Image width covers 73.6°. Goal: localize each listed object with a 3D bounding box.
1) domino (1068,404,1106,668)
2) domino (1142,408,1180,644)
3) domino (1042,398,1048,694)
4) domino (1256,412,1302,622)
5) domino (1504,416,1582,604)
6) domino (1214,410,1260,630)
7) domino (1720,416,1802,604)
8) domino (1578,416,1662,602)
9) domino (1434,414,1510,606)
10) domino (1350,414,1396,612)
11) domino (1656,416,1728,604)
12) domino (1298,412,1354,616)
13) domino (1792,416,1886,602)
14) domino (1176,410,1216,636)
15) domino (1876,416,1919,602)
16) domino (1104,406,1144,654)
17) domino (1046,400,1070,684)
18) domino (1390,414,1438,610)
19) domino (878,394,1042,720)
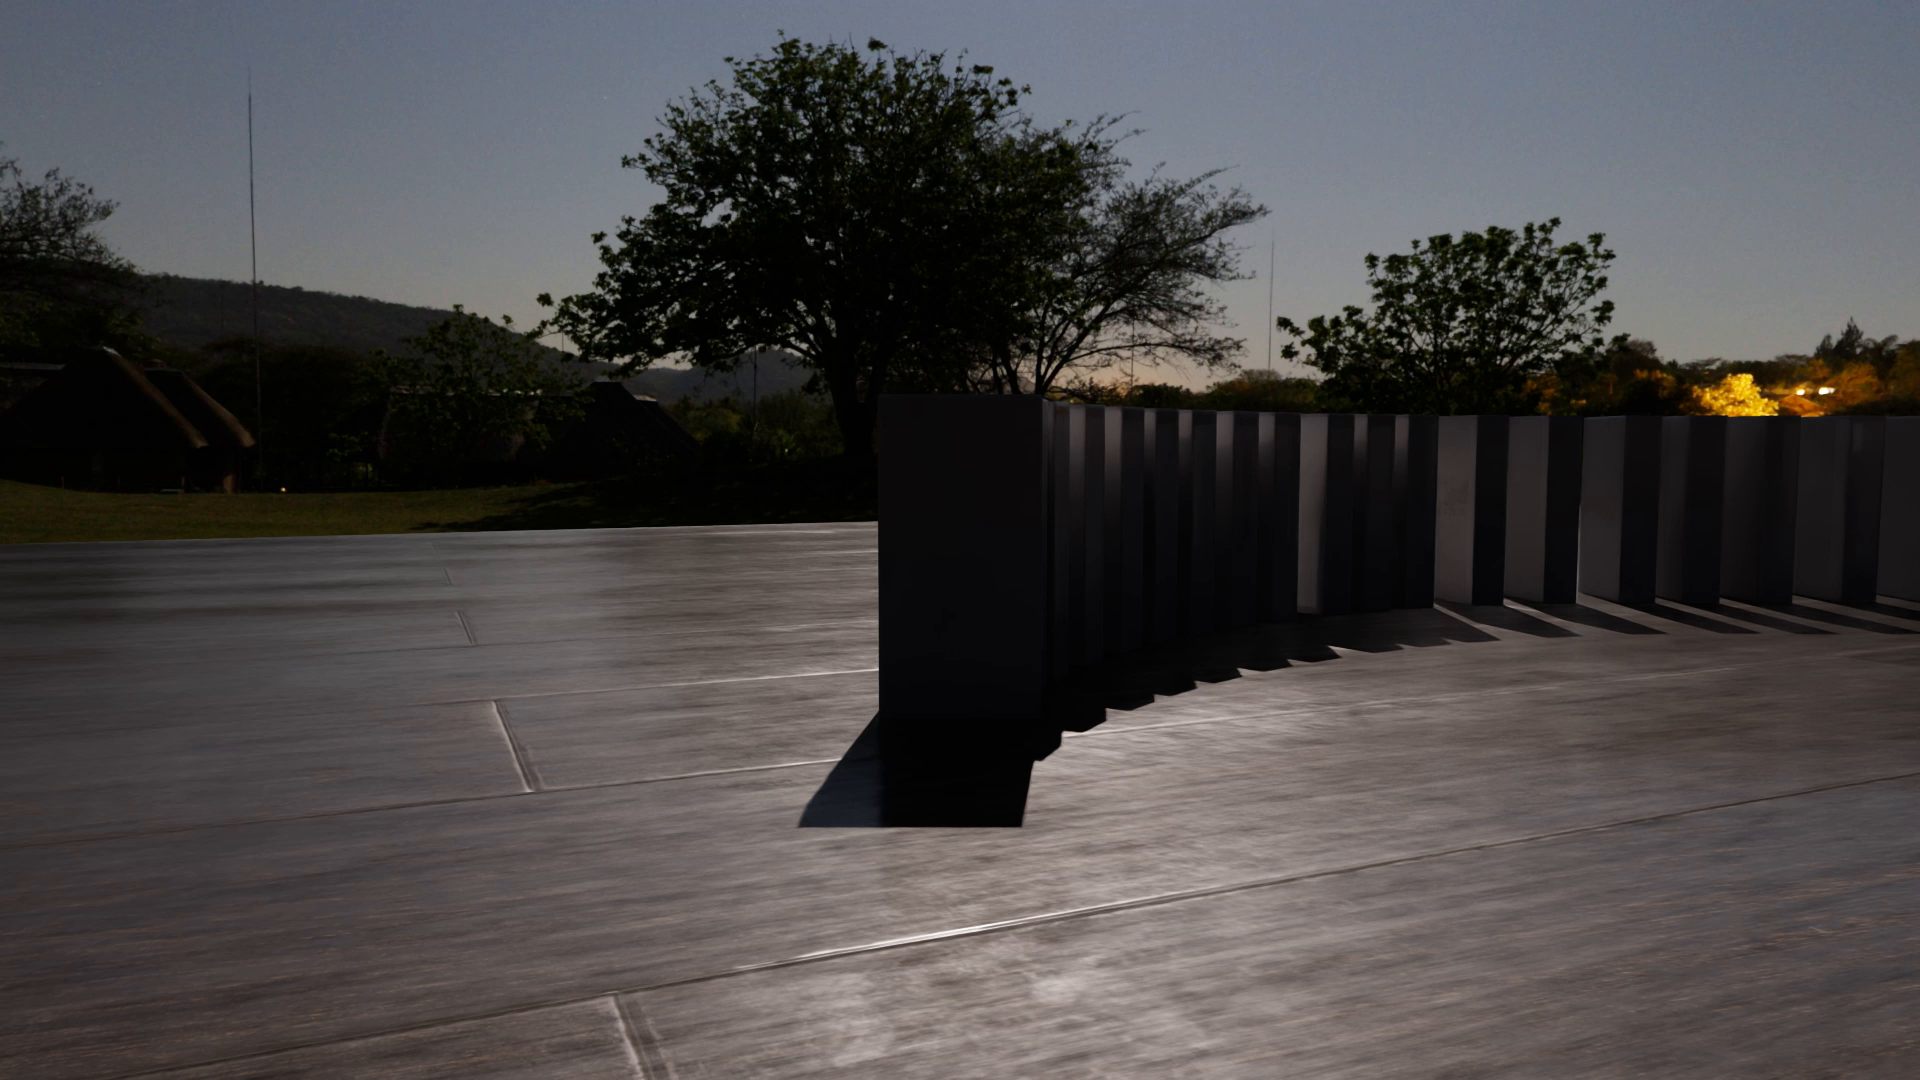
[{"bbox_3d":[0.015,-0.001,0.253,0.025,0.050,0.009,2,5,28],"label":"domino"},{"bbox_3d":[0.034,-0.004,0.281,0.025,0.050,0.010,3,6,39],"label":"domino"},{"bbox_3d":[0.002,0.001,0.219,0.025,0.050,0.010,1,4,13],"label":"domino"},{"bbox_3d":[0.070,-0.006,0.316,0.009,0.050,0.025,-3,5,-37],"label":"domino"},{"bbox_3d":[0.158,-0.009,0.353,0.009,0.050,0.025,-1,4,-9],"label":"domino"},{"bbox_3d":[0.058,-0.005,0.306,0.010,0.050,0.025,-4,6,-41],"label":"domino"},{"bbox_3d":[0.217,-0.009,0.353,0.009,0.050,0.025,0,4,-3],"label":"domino"},{"bbox_3d":[0.182,-0.009,0.354,0.009,0.050,0.025,0,4,2],"label":"domino"},{"bbox_3d":[0.136,-0.009,0.348,0.010,0.050,0.025,-1,4,-14],"label":"domino"},{"bbox_3d":[0.100,-0.008,0.335,0.009,0.050,0.025,-2,5,-28],"label":"domino"},{"bbox_3d":[0.199,-0.009,0.353,0.010,0.050,0.025,0,4,3],"label":"domino"},{"bbox_3d":[0.087,-0.007,0.328,0.009,0.050,0.025,-3,5,-32],"label":"domino"},{"bbox_3d":[0.241,-0.009,0.355,0.010,0.050,0.025,0,4,-3],"label":"domino"},{"bbox_3d":[0.045,-0.004,0.293,0.025,0.050,0.009,4,6,43],"label":"domino"},{"bbox_3d":[0.263,-0.009,0.355,0.010,0.050,0.025,0,4,3],"label":"domino"},{"bbox_3d":[0.025,-0.003,0.269,0.025,0.050,0.009,3,5,35],"label":"domino"},{"bbox_3d":[0.007,0.000,0.234,0.025,0.050,0.010,2,5,21],"label":"domino"},{"bbox_3d":[0.114,-0.008,0.342,0.010,0.050,0.025,-2,5,-21],"label":"domino"},{"bbox_3d":[0.000,0.002,0.201,0.025,0.050,0.009,0,4,0],"label":"domino"}]
